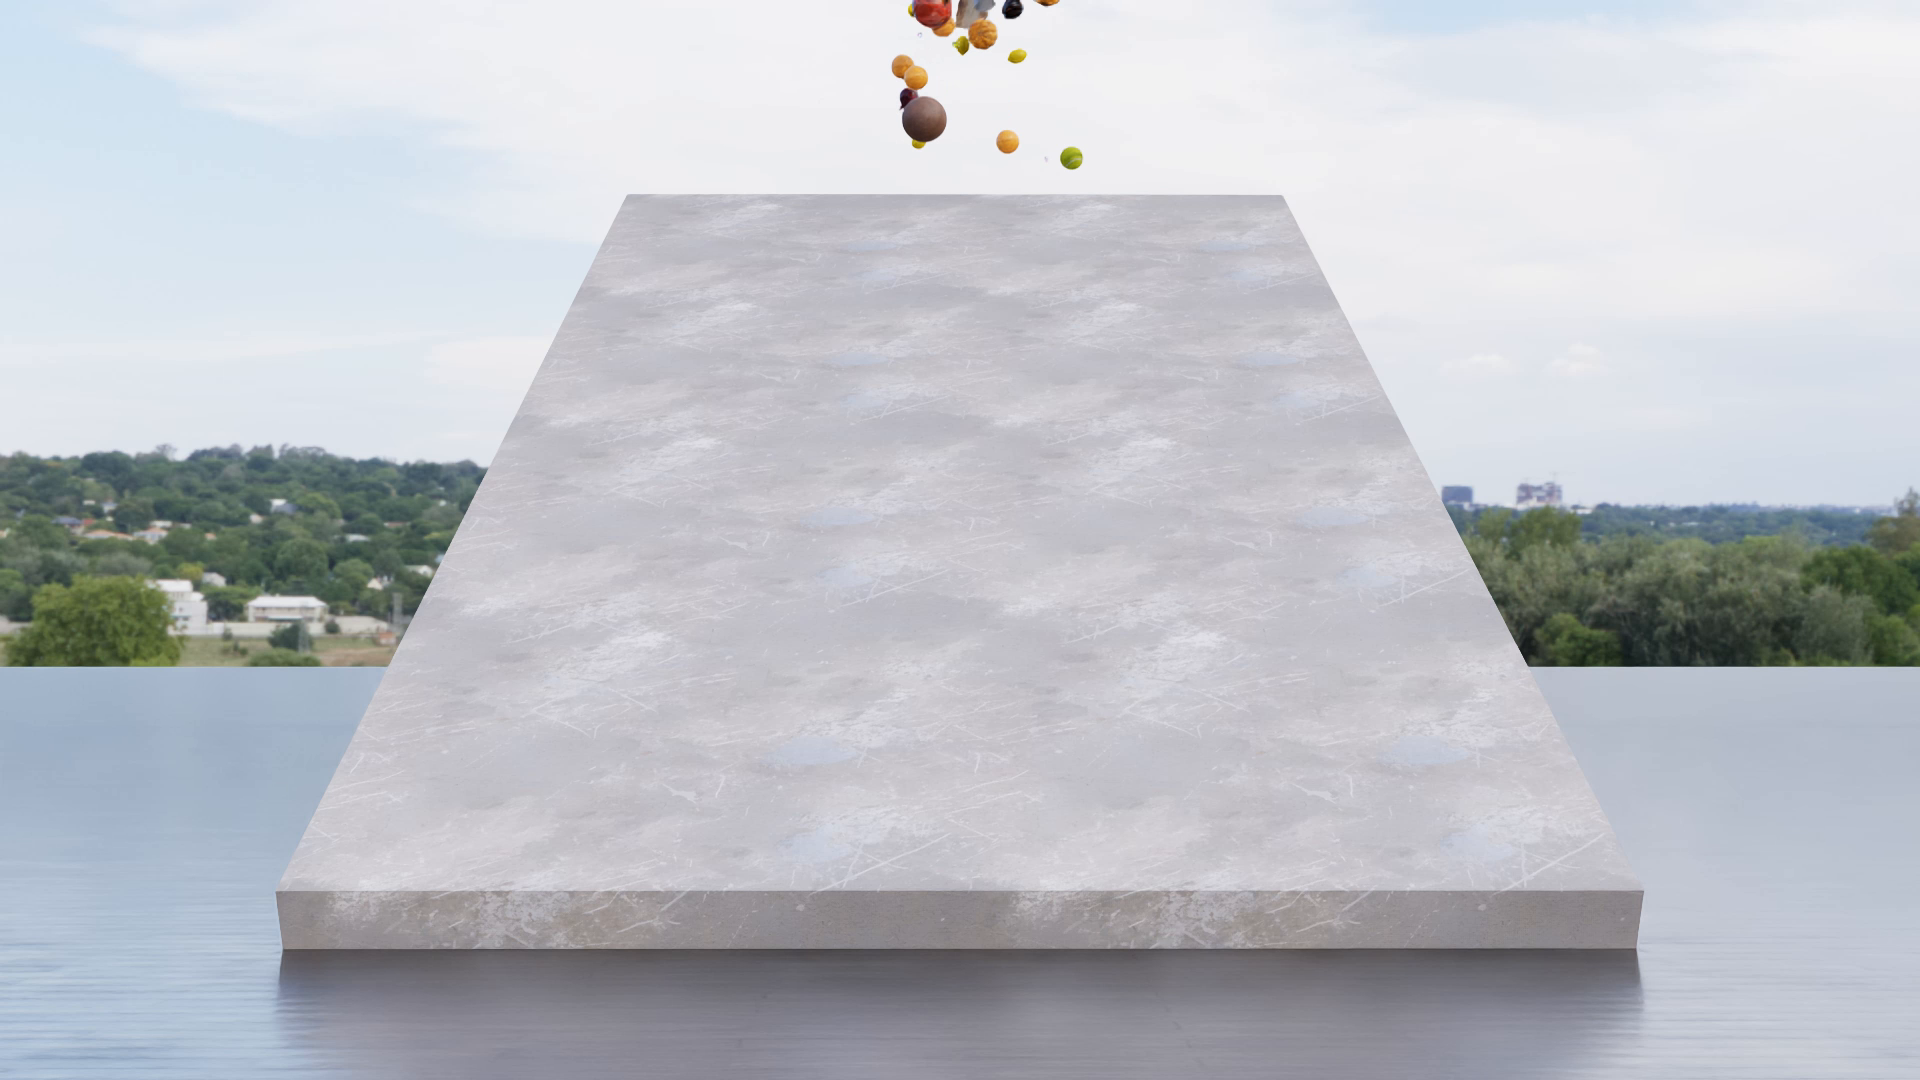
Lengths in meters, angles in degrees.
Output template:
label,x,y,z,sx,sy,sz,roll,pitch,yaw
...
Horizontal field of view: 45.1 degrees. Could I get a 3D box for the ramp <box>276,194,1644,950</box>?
label,x,y,z,sx,sy,sz,roll,pitch,yaw
ramp,-0.007,-0.226,5.238,2.000,0.100,4.000,0,23,0

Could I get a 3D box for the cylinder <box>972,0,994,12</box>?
label,x,y,z,sx,sy,sz,roll,pitch,yaw
cylinder,0.065,-1.560,6.642,0.060,0.060,0.060,-11,-20,-4

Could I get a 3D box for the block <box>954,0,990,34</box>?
label,x,y,z,sx,sy,sz,roll,pitch,yaw
block,0.039,-1.572,6.920,0.091,0.091,0.091,11,11,3
